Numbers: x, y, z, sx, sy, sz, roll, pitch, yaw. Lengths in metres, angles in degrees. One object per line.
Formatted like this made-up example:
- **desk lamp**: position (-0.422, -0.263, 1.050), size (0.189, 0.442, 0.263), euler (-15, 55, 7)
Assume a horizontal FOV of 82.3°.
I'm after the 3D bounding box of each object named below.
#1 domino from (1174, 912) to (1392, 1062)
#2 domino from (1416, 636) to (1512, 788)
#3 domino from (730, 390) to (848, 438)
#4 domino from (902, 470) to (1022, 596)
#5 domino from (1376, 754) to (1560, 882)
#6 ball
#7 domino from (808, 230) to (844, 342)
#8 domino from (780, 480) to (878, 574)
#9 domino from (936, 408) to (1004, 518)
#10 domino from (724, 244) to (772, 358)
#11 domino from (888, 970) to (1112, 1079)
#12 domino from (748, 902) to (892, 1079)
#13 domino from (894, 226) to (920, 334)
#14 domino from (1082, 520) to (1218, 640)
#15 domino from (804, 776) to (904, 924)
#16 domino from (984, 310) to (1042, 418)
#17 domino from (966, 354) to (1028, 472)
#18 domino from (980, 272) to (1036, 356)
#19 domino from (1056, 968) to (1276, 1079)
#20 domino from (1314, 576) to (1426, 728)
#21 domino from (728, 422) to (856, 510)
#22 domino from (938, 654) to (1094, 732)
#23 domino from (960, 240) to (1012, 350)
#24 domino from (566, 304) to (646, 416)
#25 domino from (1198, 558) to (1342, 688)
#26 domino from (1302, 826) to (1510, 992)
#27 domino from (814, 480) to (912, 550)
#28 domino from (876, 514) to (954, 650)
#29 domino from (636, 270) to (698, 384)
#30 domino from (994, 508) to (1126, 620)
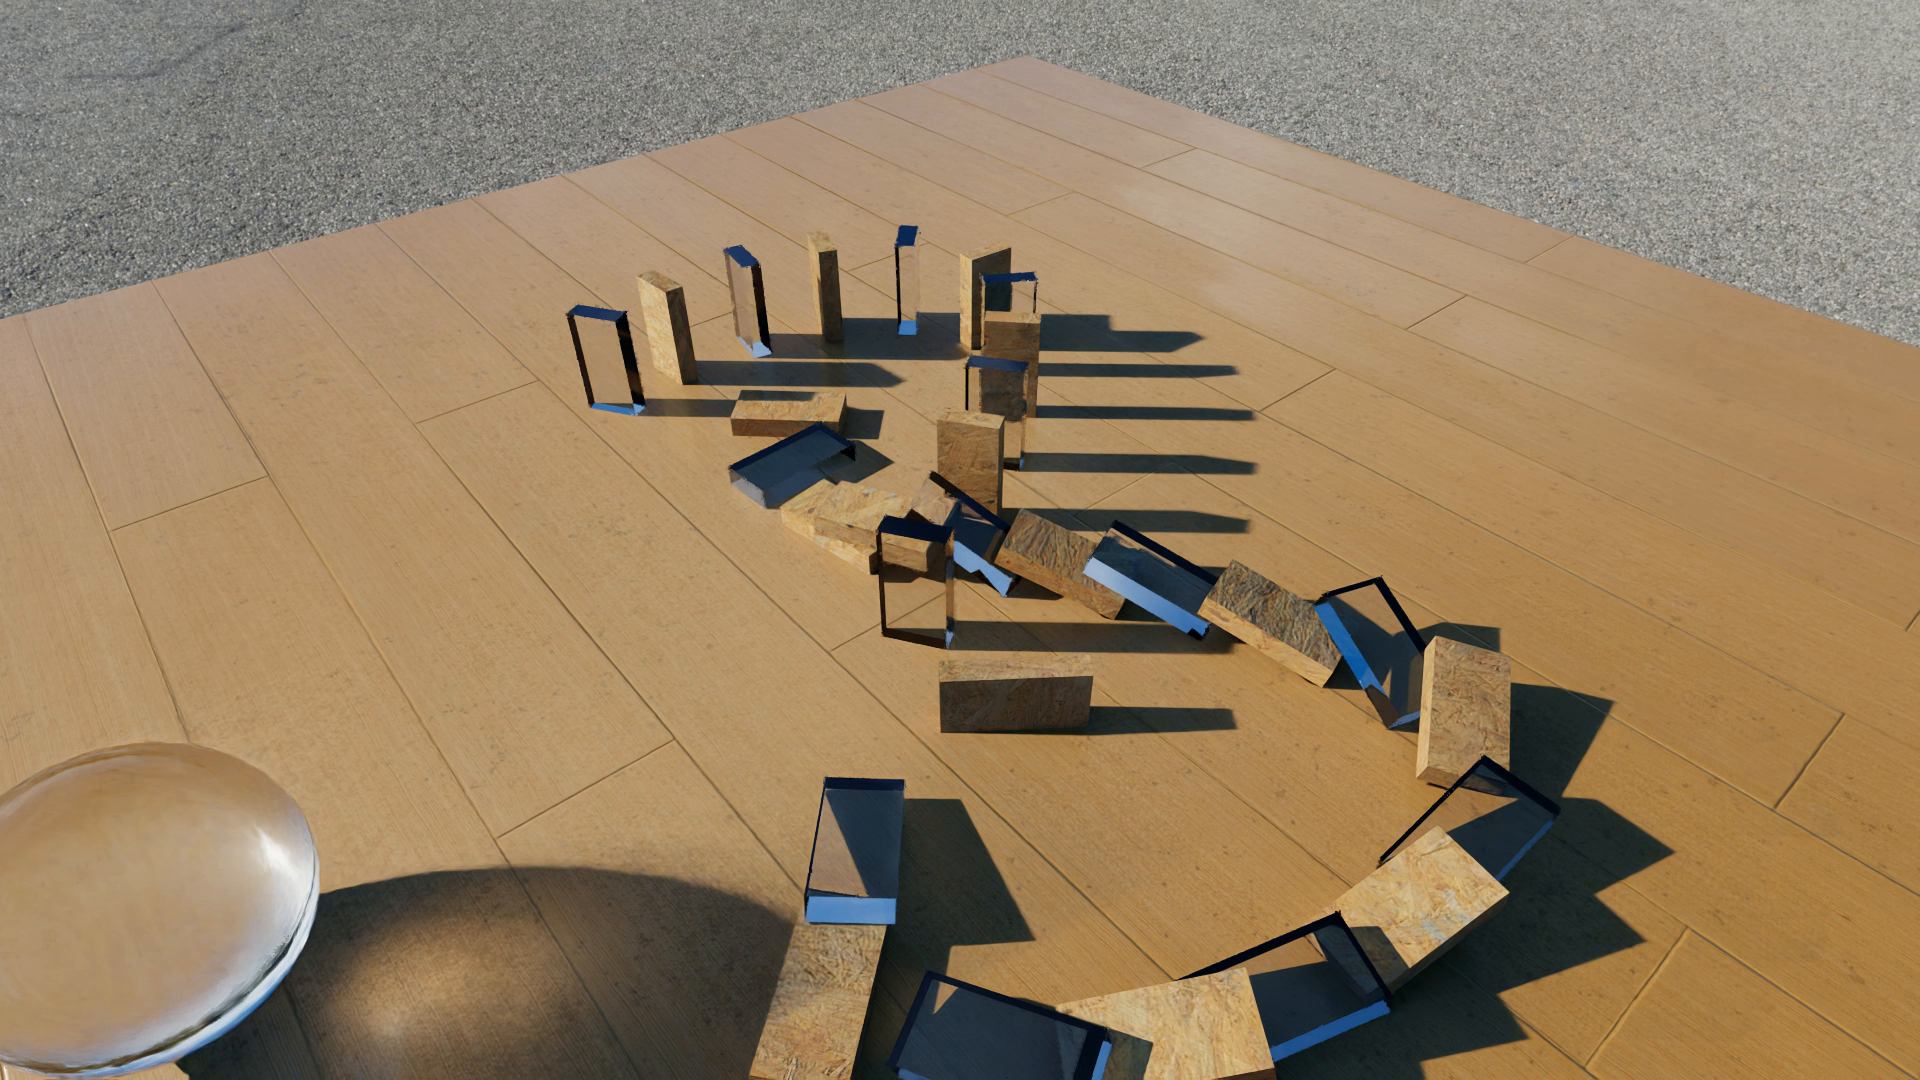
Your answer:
- **domino**: position (0.083, 0.120, 0.288), size (0.050, 0.009, 0.025), euler (-21, 42, -5)
- **domino**: position (0.166, 0.058, 0.361), size (0.025, 0.010, 0.050), euler (16, 55, 8)
- **domino**: position (-0.080, -0.059, 0.516), size (0.050, 0.010, 0.025), euler (2, 39, 2)
- **domino**: position (0.003, -0.003, 0.426), size (0.050, 0.010, 0.025), euler (35, 43, -10)
- **domino**: position (0.150, 0.089, 0.326), size (0.050, 0.010, 0.025), euler (-36, 50, -18)
- **ball**: position (-0.207, 0.091, 0.276), size (0.080, 0.080, 0.080), euler (0, 39, 0)
- **domino**: position (-0.070, -0.132, 0.573), size (0.010, 0.050, 0.025), euler (-12, 41, -14)
- **domino**: position (-0.047, -0.006, 0.451), size (0.050, 0.010, 0.025), euler (28, 47, 30)
- **domino**: position (0.004, -0.028, 0.446), size (0.025, 0.050, 0.010), euler (10, 40, 12)
- **domino**: position (-0.108, -0.121, 0.559), size (0.010, 0.050, 0.025), euler (-20, 44, -23)
- **domino**: position (0.010, 0.129, 0.276), size (0.050, 0.010, 0.025), euler (8, 49, 25)
- **domino**: position (-0.036, 0.122, 0.294), size (0.025, 0.010, 0.050), euler (6, 40, 7)
- **domino**: position (-0.027, -0.136, 0.578), size (0.009, 0.050, 0.025), euler (2, 39, 3)
- **domino**: position (0.074, 0.015, 0.414), size (0.050, 0.009, 0.025), euler (30, 46, 9)
- **domino**: position (-0.030, 0.090, 0.325), size (0.025, 0.010, 0.050), euler (2, 27, -1)
- **domino**: position (0.024, -0.081, 0.510), size (0.025, 0.050, 0.010), euler (4, 39, 4)
- **domino**: position (0.016, -0.055, 0.478), size (0.025, 0.050, 0.010), euler (9, 40, 11)
- **domino**: position (0.024, -0.106, 0.541), size (0.025, 0.050, 0.009), euler (-5, 40, -6)
- **domino**: position (0.051, 0.127, 0.278), size (0.050, 0.010, 0.025), euler (-14, 42, 6)
- **domino**: position (0.148, 0.039, 0.384), size (0.025, 0.009, 0.050), euler (-14, 59, -17)
- **domino**: position (-0.074, -0.033, 0.484), size (0.050, 0.010, 0.025), euler (-32, 49, -33)
- **domino**: position (0.018, 0.052, 0.368), size (0.050, 0.025, 0.009), euler (-2, 39, -2)
- **domino**: position (0.013, -0.125, 0.564), size (0.025, 0.050, 0.010), euler (-25, 46, -28)
- **domino**: position (-0.165, -0.083, 0.513), size (0.025, 0.050, 0.010), euler (11, 41, 13)
- **domino**: position (0.115, 0.030, 0.399), size (0.050, 0.010, 0.025), euler (32, 48, 16)
- **domino**: position (0.123, 0.104, 0.305), size (0.050, 0.010, 0.025), euler (-31, 46, -11)
- **domino**: position (-0.030, -0.007, 0.437), size (0.050, 0.009, 0.025), euler (14, 42, 16)
- **domino**: position (-0.016, 0.016, 0.392), size (0.025, 0.050, 0.009), euler (11, 41, 13)
- **domino**: position (-0.143, -0.104, 0.538), size (0.025, 0.050, 0.009), euler (32, 49, 33)
- **domino**: position (0.041, 0.009, 0.421), size (0.050, 0.009, 0.025), euler (25, 43, 3)
